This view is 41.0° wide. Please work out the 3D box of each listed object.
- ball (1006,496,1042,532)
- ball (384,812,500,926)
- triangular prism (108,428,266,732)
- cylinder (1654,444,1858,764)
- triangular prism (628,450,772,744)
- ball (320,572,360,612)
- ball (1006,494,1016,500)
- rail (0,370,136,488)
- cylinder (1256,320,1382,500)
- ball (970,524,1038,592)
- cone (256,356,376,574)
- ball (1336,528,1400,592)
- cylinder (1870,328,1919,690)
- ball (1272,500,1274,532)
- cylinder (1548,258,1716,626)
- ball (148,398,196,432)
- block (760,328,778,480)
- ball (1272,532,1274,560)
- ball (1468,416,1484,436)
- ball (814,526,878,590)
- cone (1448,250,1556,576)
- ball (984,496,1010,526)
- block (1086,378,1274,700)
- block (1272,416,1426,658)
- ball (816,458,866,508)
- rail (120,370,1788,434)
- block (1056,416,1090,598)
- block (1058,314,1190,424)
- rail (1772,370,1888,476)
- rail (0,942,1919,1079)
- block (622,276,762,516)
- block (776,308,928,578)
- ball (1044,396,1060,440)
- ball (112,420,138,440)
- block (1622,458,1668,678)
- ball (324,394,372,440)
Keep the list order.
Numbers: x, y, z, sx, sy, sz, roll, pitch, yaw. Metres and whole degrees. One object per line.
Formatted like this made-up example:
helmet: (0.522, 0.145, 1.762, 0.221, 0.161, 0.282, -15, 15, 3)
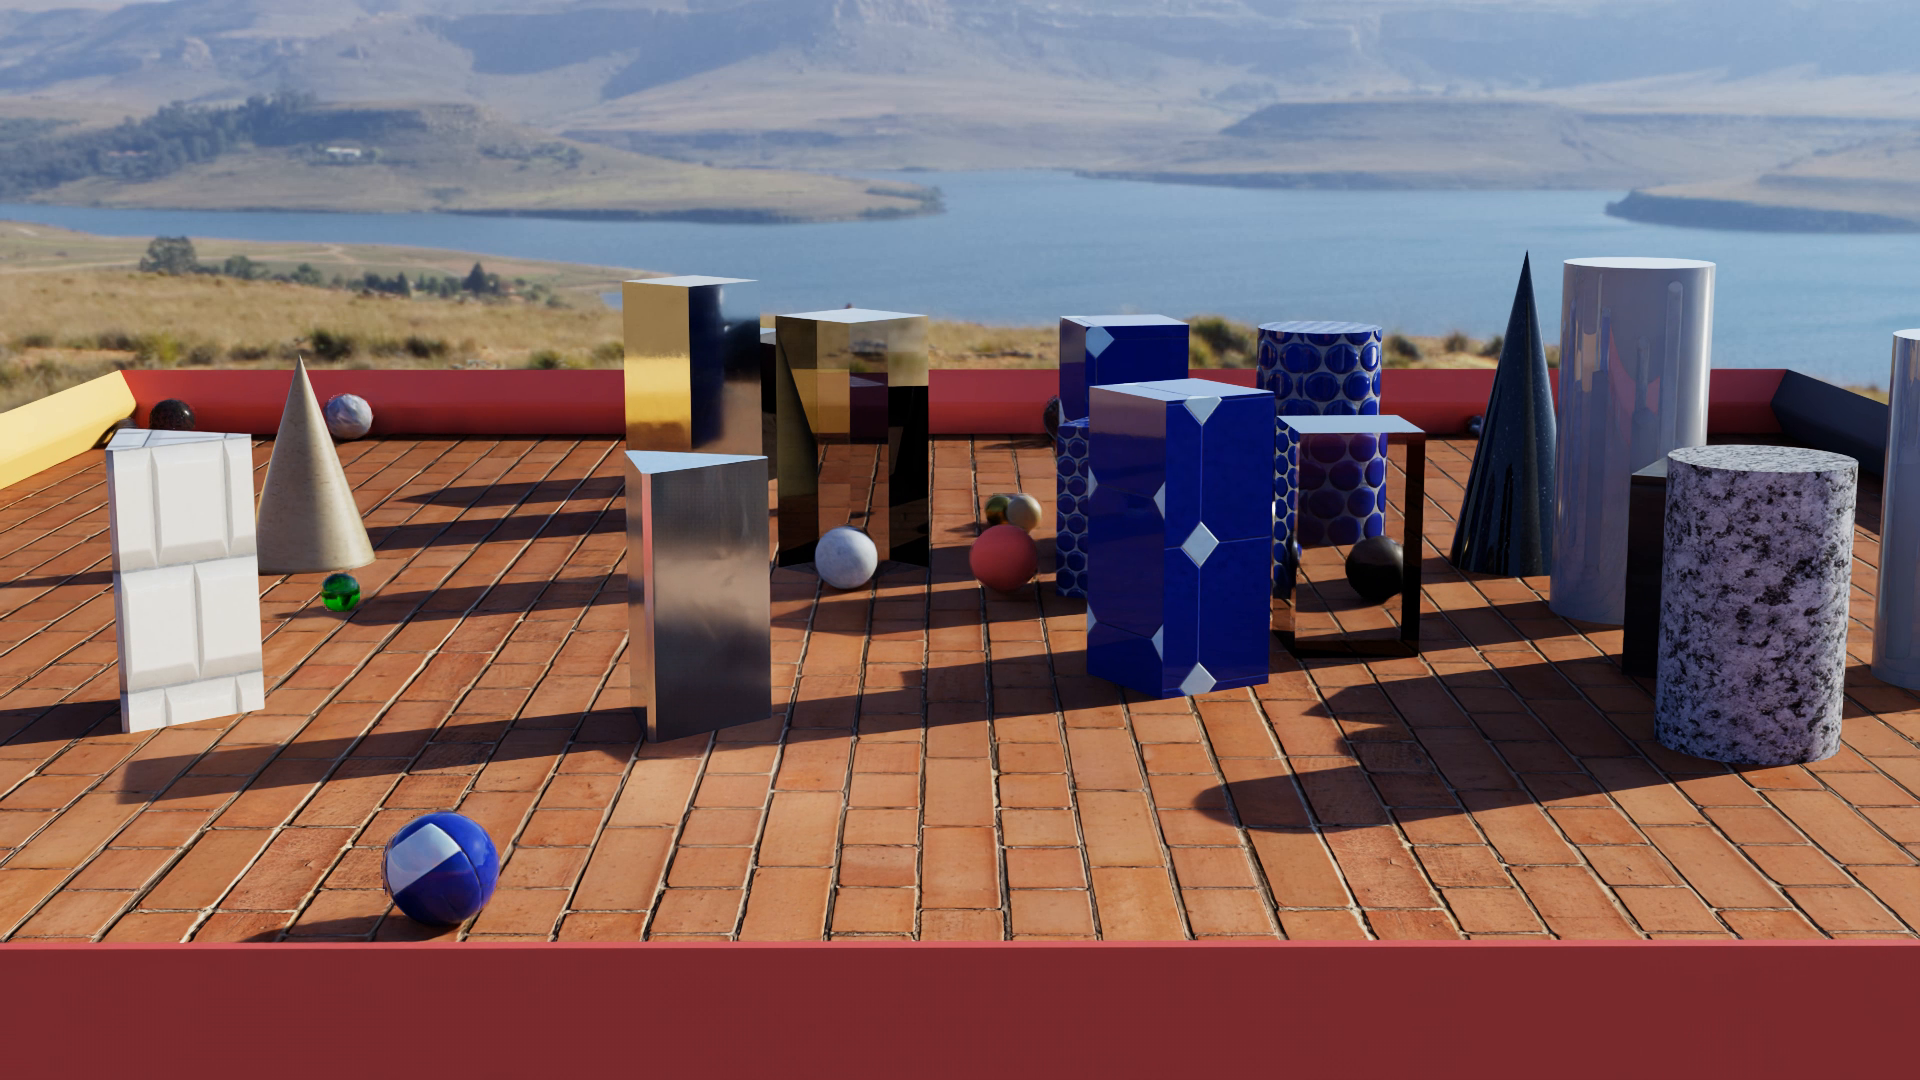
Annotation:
ball: (0.101, -0.042, 4.045, 0.057, 0.057, 0.057, 0, 11, 0)
ball: (-0.443, 0.281, 2.194, 0.097, 0.097, 0.097, 0, 11, 0)
triangular prism: (-0.908, 0.038, 2.910, 0.169, 0.315, 0.146, -10, 14, -42)
cylinder: (0.857, 0.066, 2.768, 0.195, 0.312, 0.195, 0, 11, 0)
triangular prism: (-0.324, 0.055, 2.868, 0.169, 0.297, 0.146, -10, 14, -43)
ball: (-0.834, 0.070, 3.454, 0.053, 0.053, 0.053, 0, 11, 0)
ball: (0.081, -0.051, 4.132, 0.043, 0.043, 0.043, 0, 11, 0)
rail: (-1.636, 0.034, 3.440, 0.045, 0.126, 3.384, 0, 11, 0)
cylinder: (0.565, -0.177, 4.055, 0.195, 0.320, 0.195, 0, 11, 0)
ball: (0.062, 0.025, 3.583, 0.094, 0.094, 0.094, 0, 11, 0)
cone: (-0.966, -0.121, 3.779, 0.195, 0.309, 0.195, 0, 11, 0)
ball: (0.571, 0.028, 3.586, 0.088, 0.088, 0.088, 0, 11, 0)
cylinder: (1.199, -0.037, 3.049, 0.195, 0.411, 0.195, 0, 11, 0)
ball: (0.445, -0.023, 3.861, 0.088, 0.088, 0.088, 0, 11, 0)
cylinder: (0.895, -0.135, 3.424, 0.195, 0.468, 0.195, 0, 11, 0)
ball: (-1.530, -0.231, 4.984, 0.087, 0.087, 0.087, 0, 11, 0)
block: (-0.411, -0.239, 4.544, 0.156, 0.263, 0.156, 5, 12, 26)
ball: (0.474, 0.008, 3.809, 0.045, 0.045, 0.045, 0, 11, 0)
ball: (1.026, -0.226, 5.081, 0.041, 0.041, 0.041, 0, 11, 0)
ball: (-0.160, 0.025, 3.599, 0.089, 0.089, 0.089, 0, 11, 0)
cone: (0.819, -0.194, 3.748, 0.195, 0.464, 0.195, 0, 11, 0)
ball: (0.064, -0.046, 4.086, 0.050, 0.050, 0.050, 0, 11, 0)
block: (0.261, -0.006, 3.051, 0.156, 0.349, 0.156, -6, 12, -31)
block: (0.488, -0.007, 3.239, 0.156, 0.282, 0.156, -1, 11, -3)
ball: (-0.198, -0.094, 4.257, 0.082, 0.082, 0.082, 0, 11, 0)
rail: (-0.010, -0.272, 5.089, 3.320, 0.126, 0.045, 0, 11, 0)
block: (0.238, -0.046, 3.572, 0.156, 0.238, 0.156, 5, 12, 27)
block: (0.242, -0.153, 3.836, 0.156, 0.352, 0.156, -2, 11, -12)
rail: (1.636, 0.031, 3.458, 0.045, 0.126, 3.384, 0, 11, 0)
rail: (0.010, 0.337, 1.809, 3.320, 0.126, 0.045, 0, 11, 0)
block: (-0.433, -0.230, 4.169, 0.156, 0.382, 0.156, 9, 14, 41)
block: (-0.156, -0.141, 3.725, 0.156, 0.370, 0.156, 10, 15, 44)
ball: (0.209, -0.235, 4.989, 0.093, 0.093, 0.093, 0, 11, 0)
ball: (-1.619, -0.210, 4.974, 0.049, 0.049, 0.049, 0, 11, 0)
block: (0.905, 0.037, 3.107, 0.156, 0.245, 0.156, 6, 12, 28)
ball: (-1.196, -0.240, 5.022, 0.091, 0.091, 0.091, 0, 11, 0)
